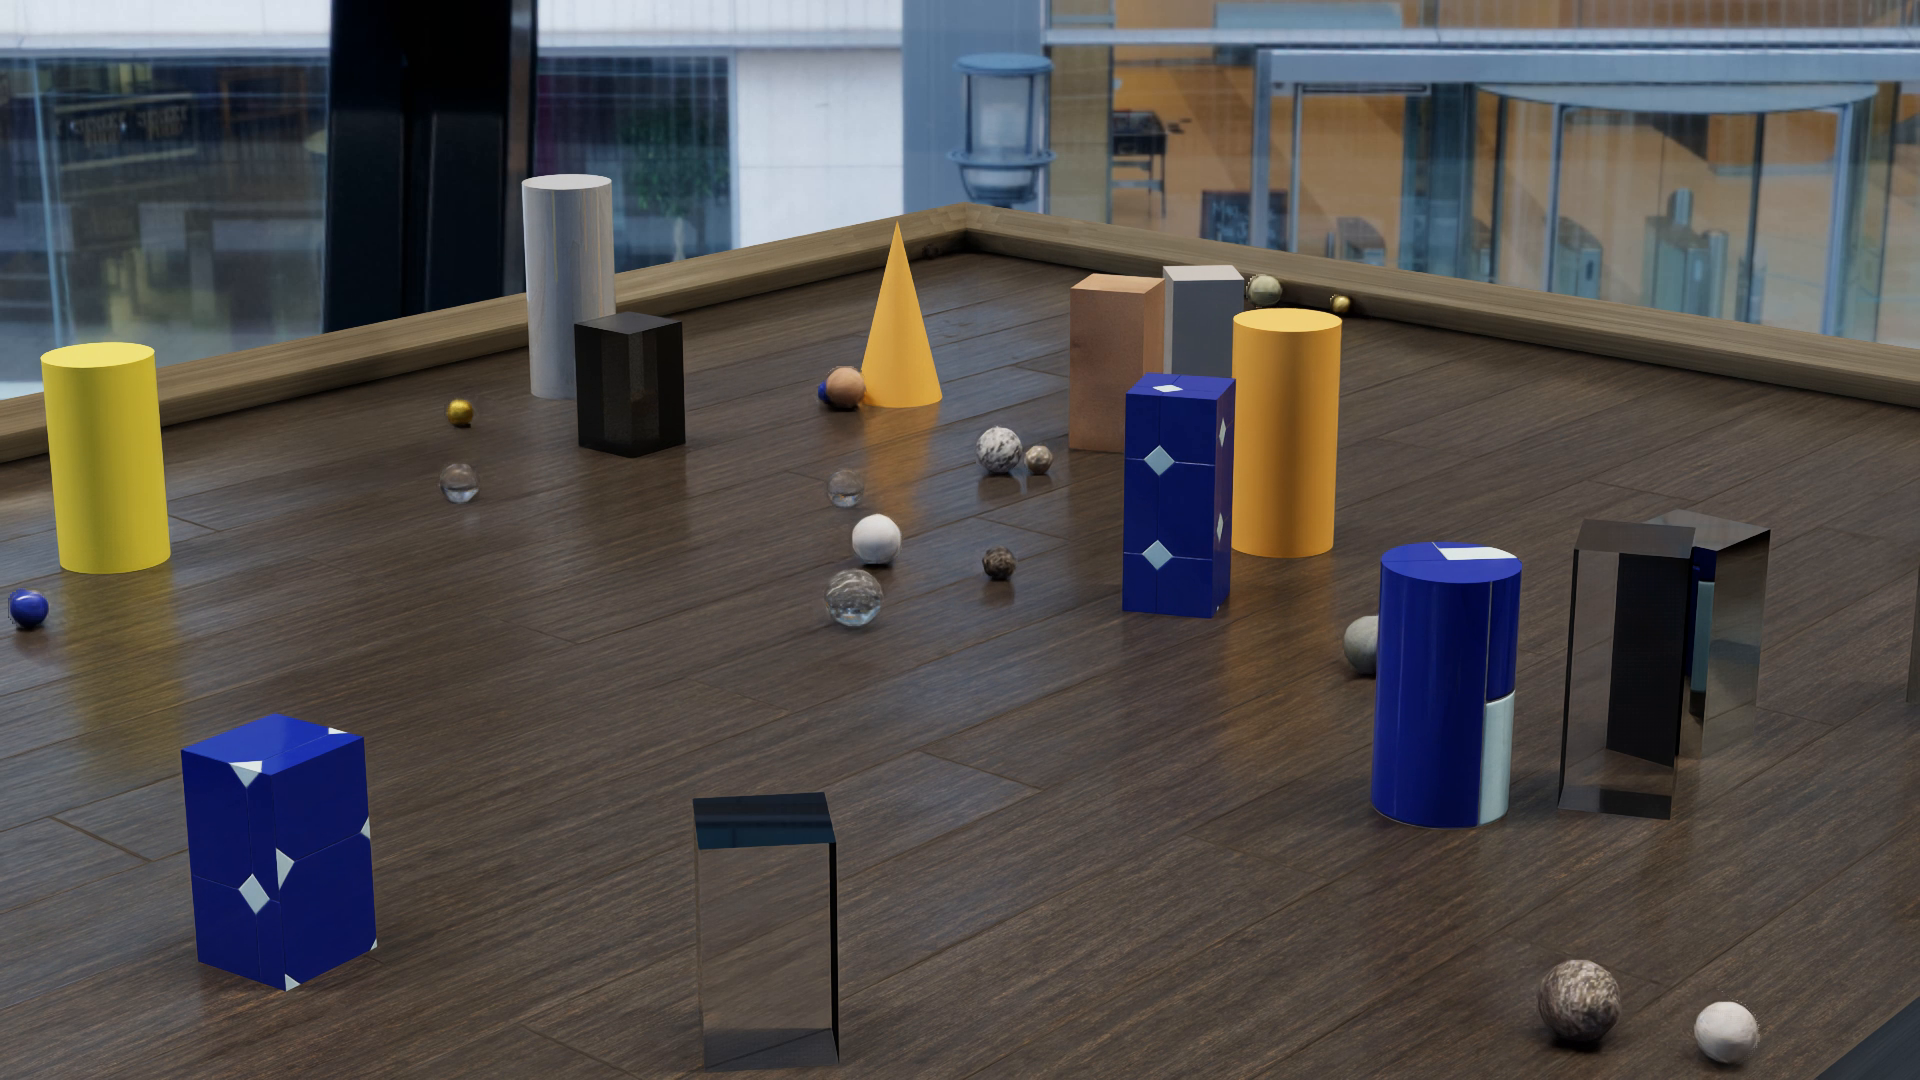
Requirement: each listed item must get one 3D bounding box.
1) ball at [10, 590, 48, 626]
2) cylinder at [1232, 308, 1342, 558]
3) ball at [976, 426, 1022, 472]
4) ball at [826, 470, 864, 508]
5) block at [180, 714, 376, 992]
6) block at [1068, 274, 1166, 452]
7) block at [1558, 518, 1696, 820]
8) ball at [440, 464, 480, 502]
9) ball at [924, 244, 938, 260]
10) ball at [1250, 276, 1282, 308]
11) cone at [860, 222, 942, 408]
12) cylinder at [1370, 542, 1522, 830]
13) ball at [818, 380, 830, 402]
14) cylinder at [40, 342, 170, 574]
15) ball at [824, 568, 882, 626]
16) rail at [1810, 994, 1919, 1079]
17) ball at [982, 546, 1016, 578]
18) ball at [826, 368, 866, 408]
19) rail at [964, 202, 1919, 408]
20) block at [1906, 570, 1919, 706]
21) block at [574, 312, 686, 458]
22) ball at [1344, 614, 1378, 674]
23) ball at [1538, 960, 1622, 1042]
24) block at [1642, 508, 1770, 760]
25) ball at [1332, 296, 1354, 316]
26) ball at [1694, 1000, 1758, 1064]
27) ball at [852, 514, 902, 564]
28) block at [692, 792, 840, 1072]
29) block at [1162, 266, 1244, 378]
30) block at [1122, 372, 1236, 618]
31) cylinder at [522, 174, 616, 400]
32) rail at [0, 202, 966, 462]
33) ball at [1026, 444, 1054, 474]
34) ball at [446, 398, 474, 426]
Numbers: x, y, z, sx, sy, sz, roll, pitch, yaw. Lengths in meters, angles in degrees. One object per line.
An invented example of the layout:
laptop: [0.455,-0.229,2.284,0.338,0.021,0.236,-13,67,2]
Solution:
ball: [-1.574,0.115,4.959,0.063,0.063,0.063,0,17,0]
cylinder: [0.594,-0.197,5.373,0.195,0.422,0.195,0,17,0]
ball: [0.078,-0.181,5.892,0.092,0.092,0.092,0,17,0]
ball: [-0.222,-0.098,5.650,0.073,0.073,0.073,0,17,0]
block: [-0.851,0.388,3.670,0.156,0.285,0.156,11,20,32]
block: [0.326,-0.366,6.078,0.156,0.338,0.156,6,18,19]
block: [0.949,0.182,4.175,0.156,0.386,0.156,5,17,16]
ball: [-0.971,-0.111,5.683,0.077,0.077,0.077,0,17,0]
ball: [-0.079,-0.782,7.971,0.042,0.042,0.042,0,17,0]
ball: [0.769,-0.625,7.380,0.082,0.082,0.082,0,17,0]
cone: [-0.137,-0.507,6.446,0.195,0.396,0.195,0,17,0]
cylinder: [0.686,0.204,4.145,0.195,0.362,0.195,0,17,0]
ball: [-0.290,-0.327,6.451,0.048,0.048,0.048,0,17,0]
cylinder: [-1.538,-0.149,5.286,0.195,0.379,0.195,0,17,0]
ball: [-0.180,0.098,4.956,0.098,0.098,0.098,0,17,0]
rail: [1.527,0.415,3.851,0.045,0.127,4.753,14,22,39]
ball: [0.070,0.040,5.216,0.059,0.059,0.059,0,17,0]
ball: [-0.249,-0.332,6.397,0.089,0.089,0.089,0,17,0]
rail: [1.543,-0.481,6.821,4.092,0.127,0.045,14,22,39]
block: [1.595,0.084,4.537,0.156,0.365,0.156,-12,20,-34]
block: [-0.682,-0.323,6.068,0.156,0.260,0.156,13,21,37]
ball: [0.665,0.168,4.729,0.094,0.094,0.094,0,17,0]
ball: [0.733,0.545,3.472,0.097,0.097,0.097,0,17,0]
block: [1.100,0.140,4.422,0.156,0.325,0.156,15,23,41]
ball: [0.950,-0.582,7.285,0.053,0.053,0.053,0,17,0]
ball: [0.894,0.574,3.421,0.072,0.072,0.072,0,17,0]
ball: [-0.151,-0.001,5.299,0.090,0.090,0.090,0,17,0]
block: [-0.229,0.459,3.444,0.156,0.279,0.156,-2,17,-7]
block: [0.537,-0.461,6.510,0.156,0.270,0.156,-1,17,-4]
block: [0.376,-0.078,5.041,0.156,0.385,0.156,5,17,16]
cylinder: [-0.862,-0.561,6.494,0.195,0.470,0.195,0,17,0]
rail: [-1.527,-0.351,6.389,0.045,0.127,4.753,14,22,39]
ball: [0.159,-0.162,5.889,0.057,0.057,0.057,0,17,0]
ball: [-1.067,-0.272,6.250,0.059,0.059,0.059,0,17,0]
